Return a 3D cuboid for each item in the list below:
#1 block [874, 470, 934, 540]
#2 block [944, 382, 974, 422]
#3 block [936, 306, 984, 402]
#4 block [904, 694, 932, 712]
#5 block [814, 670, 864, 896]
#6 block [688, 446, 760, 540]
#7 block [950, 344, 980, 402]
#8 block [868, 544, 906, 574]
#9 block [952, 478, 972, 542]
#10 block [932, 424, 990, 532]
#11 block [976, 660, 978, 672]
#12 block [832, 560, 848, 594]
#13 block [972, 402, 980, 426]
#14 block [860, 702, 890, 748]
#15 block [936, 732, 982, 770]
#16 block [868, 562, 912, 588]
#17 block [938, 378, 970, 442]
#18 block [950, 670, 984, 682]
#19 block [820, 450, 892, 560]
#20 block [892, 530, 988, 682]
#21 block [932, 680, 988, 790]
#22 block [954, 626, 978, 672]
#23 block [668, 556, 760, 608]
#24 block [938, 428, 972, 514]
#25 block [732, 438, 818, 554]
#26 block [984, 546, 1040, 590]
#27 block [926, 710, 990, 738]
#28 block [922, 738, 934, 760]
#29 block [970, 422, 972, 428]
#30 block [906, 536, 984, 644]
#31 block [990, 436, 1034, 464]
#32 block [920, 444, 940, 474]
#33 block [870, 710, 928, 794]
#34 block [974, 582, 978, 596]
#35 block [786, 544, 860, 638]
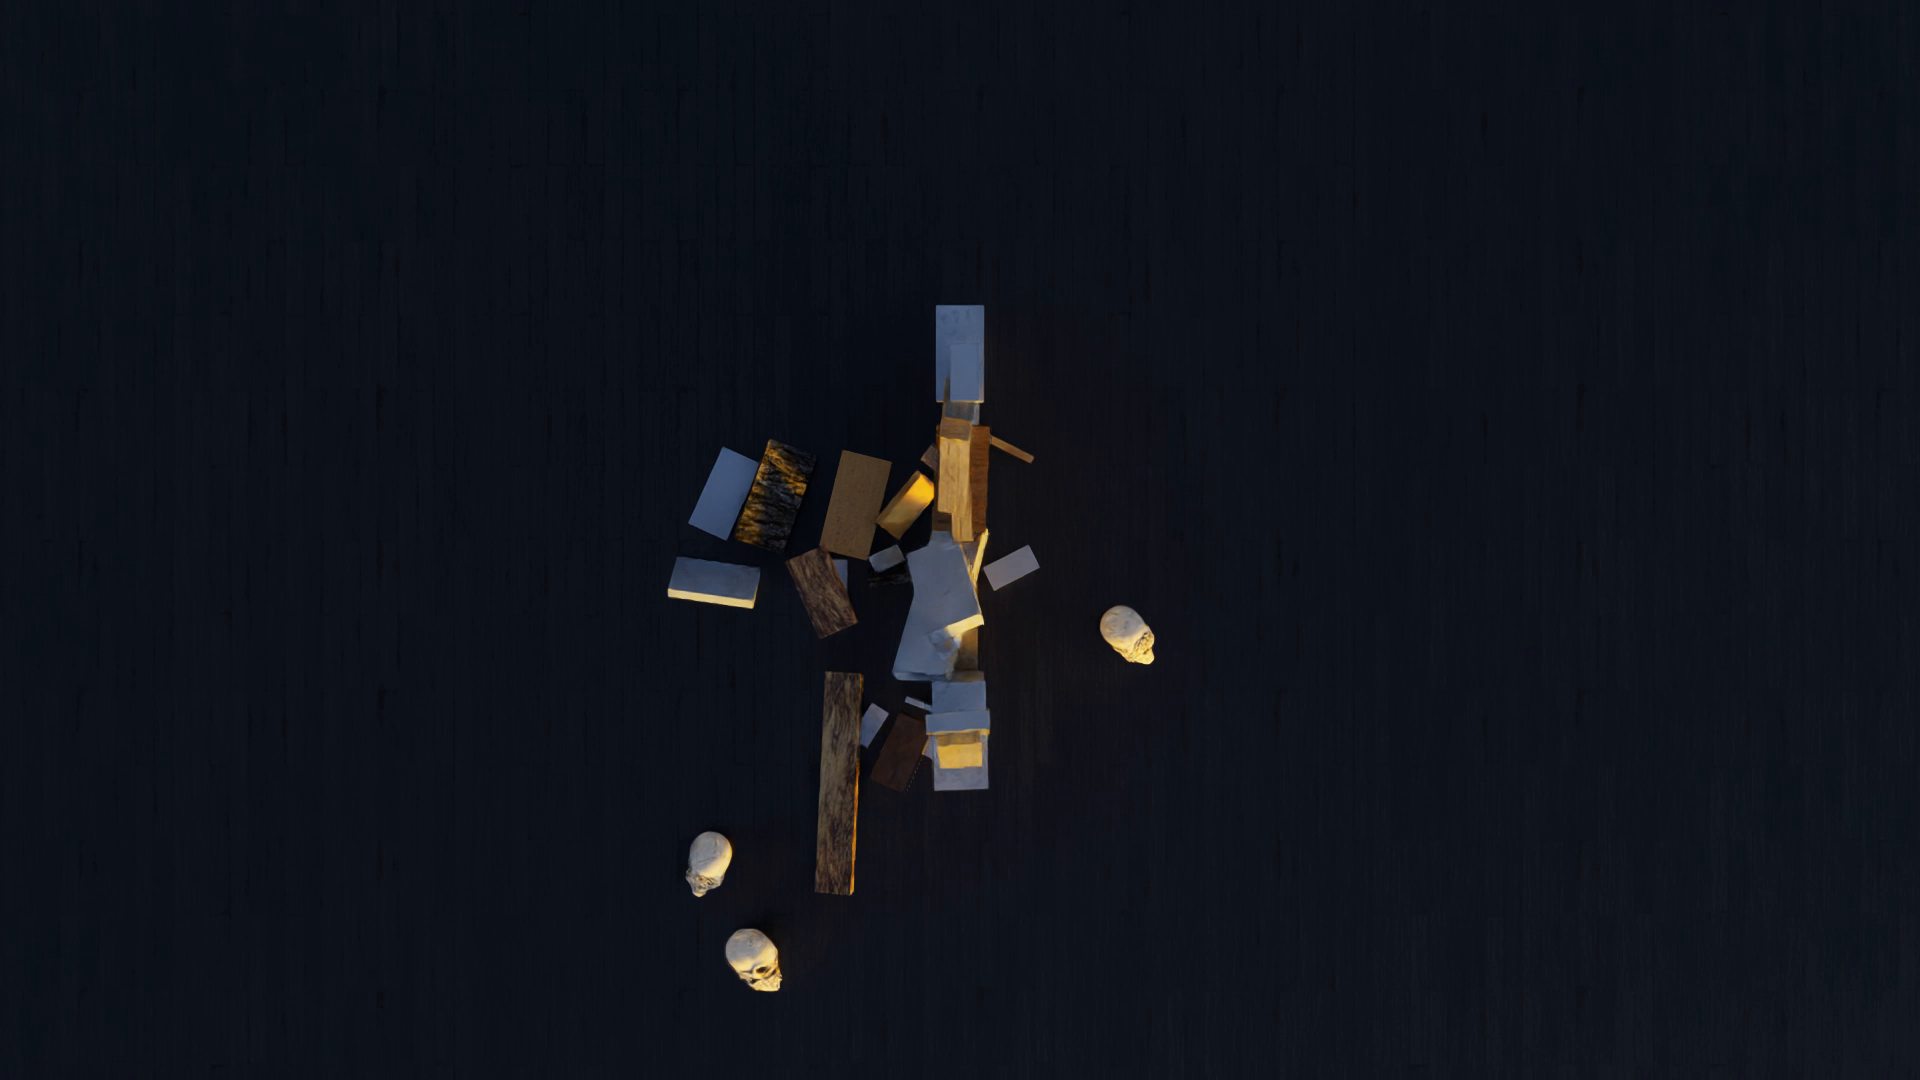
[{"bbox_3d":[-0.172,-0.115,5.450,0.220,0.110,0.031,-50,45,0],"label":"block"},{"bbox_3d":[0.007,-0.446,4.937,0.086,0.024,0.171,8,89,0],"label":"block"},{"bbox_3d":[0.000,-0.563,4.998,0.145,0.041,0.290,0,89,0],"label":"block"},{"bbox_3d":[-0.115,0.548,5.466,0.136,0.068,0.019,21,90,0],"label":"block"},{"bbox_3d":[-0.400,0.803,5.469,0.123,0.035,0.733,3,90,13],"label":"block"},{"bbox_3d":[-0.779,-0.154,5.480,0.140,0.040,0.280,24,90,0],"label":"block"},{"bbox_3d":[0.015,-0.500,4.914,0.086,0.024,0.171,0,89,0],"label":"block"},{"bbox_3d":[-0.241,0.062,5.453,0.123,0.017,0.062,-25,90,-41],"label":"block"},{"bbox_3d":[0.002,-0.162,5.144,0.062,0.017,0.351,-1,111,5],"label":"block"},{"bbox_3d":[0.002,-0.196,5.231,0.169,0.048,0.337,2,95,-2],"label":"block"},{"bbox_3d":[-0.004,0.381,5.390,0.122,0.244,0.035,-1,125,0],"label":"block"},{"bbox_3d":[-0.429,0.174,5.484,0.110,0.031,0.221,1,90,0],"label":"block"},{"bbox_3d":[0.002,-0.334,5.260,0.114,0.032,0.229,1,95,0],"label":"block"},{"bbox_3d":[-0.301,0.616,5.490,0.068,0.019,0.136,32,90,0],"label":"block"},{"bbox_3d":[0.000,0.608,4.760,0.123,0.246,0.035,-4,67,0],"label":"block"},{"bbox_3d":[-0.192,0.108,5.443,0.220,0.110,0.031,-9,108,0],"label":"block"},{"bbox_3d":[-0.007,-0.393,4.961,0.090,0.025,0.180,7,89,0],"label":"block"},{"bbox_3d":[-0.004,0.462,5.088,0.159,0.319,0.045,0,98,0],"label":"block"},{"bbox_3d":[-0.347,-0.115,5.476,0.169,0.048,0.338,14,90,0],"label":"block"},{"bbox_3d":[-0.058,0.193,5.214,0.177,0.050,0.551,1,57,22],"label":"block"},{"bbox_3d":[0.000,0.580,4.903,0.159,0.045,0.319,-2,89,0],"label":"block"},{"bbox_3d":[-0.007,0.378,5.254,0.122,0.035,0.244,0,98,0],"label":"block"},{"bbox_3d":[-0.809,0.138,5.440,0.280,0.040,0.140,8,51,0],"label":"block"},{"bbox_3d":[-0.017,-0.213,5.074,0.090,0.025,0.283,6,119,6],"label":"block"},{"bbox_3d":[-0.611,-0.144,5.456,0.169,0.048,0.347,19,90,-14],"label":"block"},{"bbox_3d":[0.170,0.092,5.488,0.171,0.024,0.086,-27,90,0],"label":"block"},{"bbox_3d":[-0.005,0.527,4.702,0.177,0.354,0.050,-4,80,0],"label":"block"},{"bbox_3d":[-0.130,0.669,5.490,0.136,0.019,0.068,29,90,0],"label":"block"},{"bbox_3d":[0.001,-0.373,5.084,0.069,0.020,0.138,-2,110,4],"label":"block"},{"bbox_3d":[-0.049,0.150,5.152,0.177,0.050,0.354,-22,45,6],"label":"block"},{"bbox_3d":[0.159,-0.304,5.454,0.180,0.090,0.025,26,93,0],"label":"block"},{"bbox_3d":[-0.055,-0.237,5.105,0.123,0.017,0.062,38,118,0],"label":"block"},{"bbox_3d":[-0.195,0.702,5.464,0.123,0.035,0.246,25,94,-1],"label":"block"},{"bbox_3d":[-0.003,0.223,5.390,0.122,0.244,0.035,0,125,0],"label":"block"},{"bbox_3d":[-0.454,0.170,5.441,0.140,0.040,0.280,-24,93,3],"label":"block"}]
